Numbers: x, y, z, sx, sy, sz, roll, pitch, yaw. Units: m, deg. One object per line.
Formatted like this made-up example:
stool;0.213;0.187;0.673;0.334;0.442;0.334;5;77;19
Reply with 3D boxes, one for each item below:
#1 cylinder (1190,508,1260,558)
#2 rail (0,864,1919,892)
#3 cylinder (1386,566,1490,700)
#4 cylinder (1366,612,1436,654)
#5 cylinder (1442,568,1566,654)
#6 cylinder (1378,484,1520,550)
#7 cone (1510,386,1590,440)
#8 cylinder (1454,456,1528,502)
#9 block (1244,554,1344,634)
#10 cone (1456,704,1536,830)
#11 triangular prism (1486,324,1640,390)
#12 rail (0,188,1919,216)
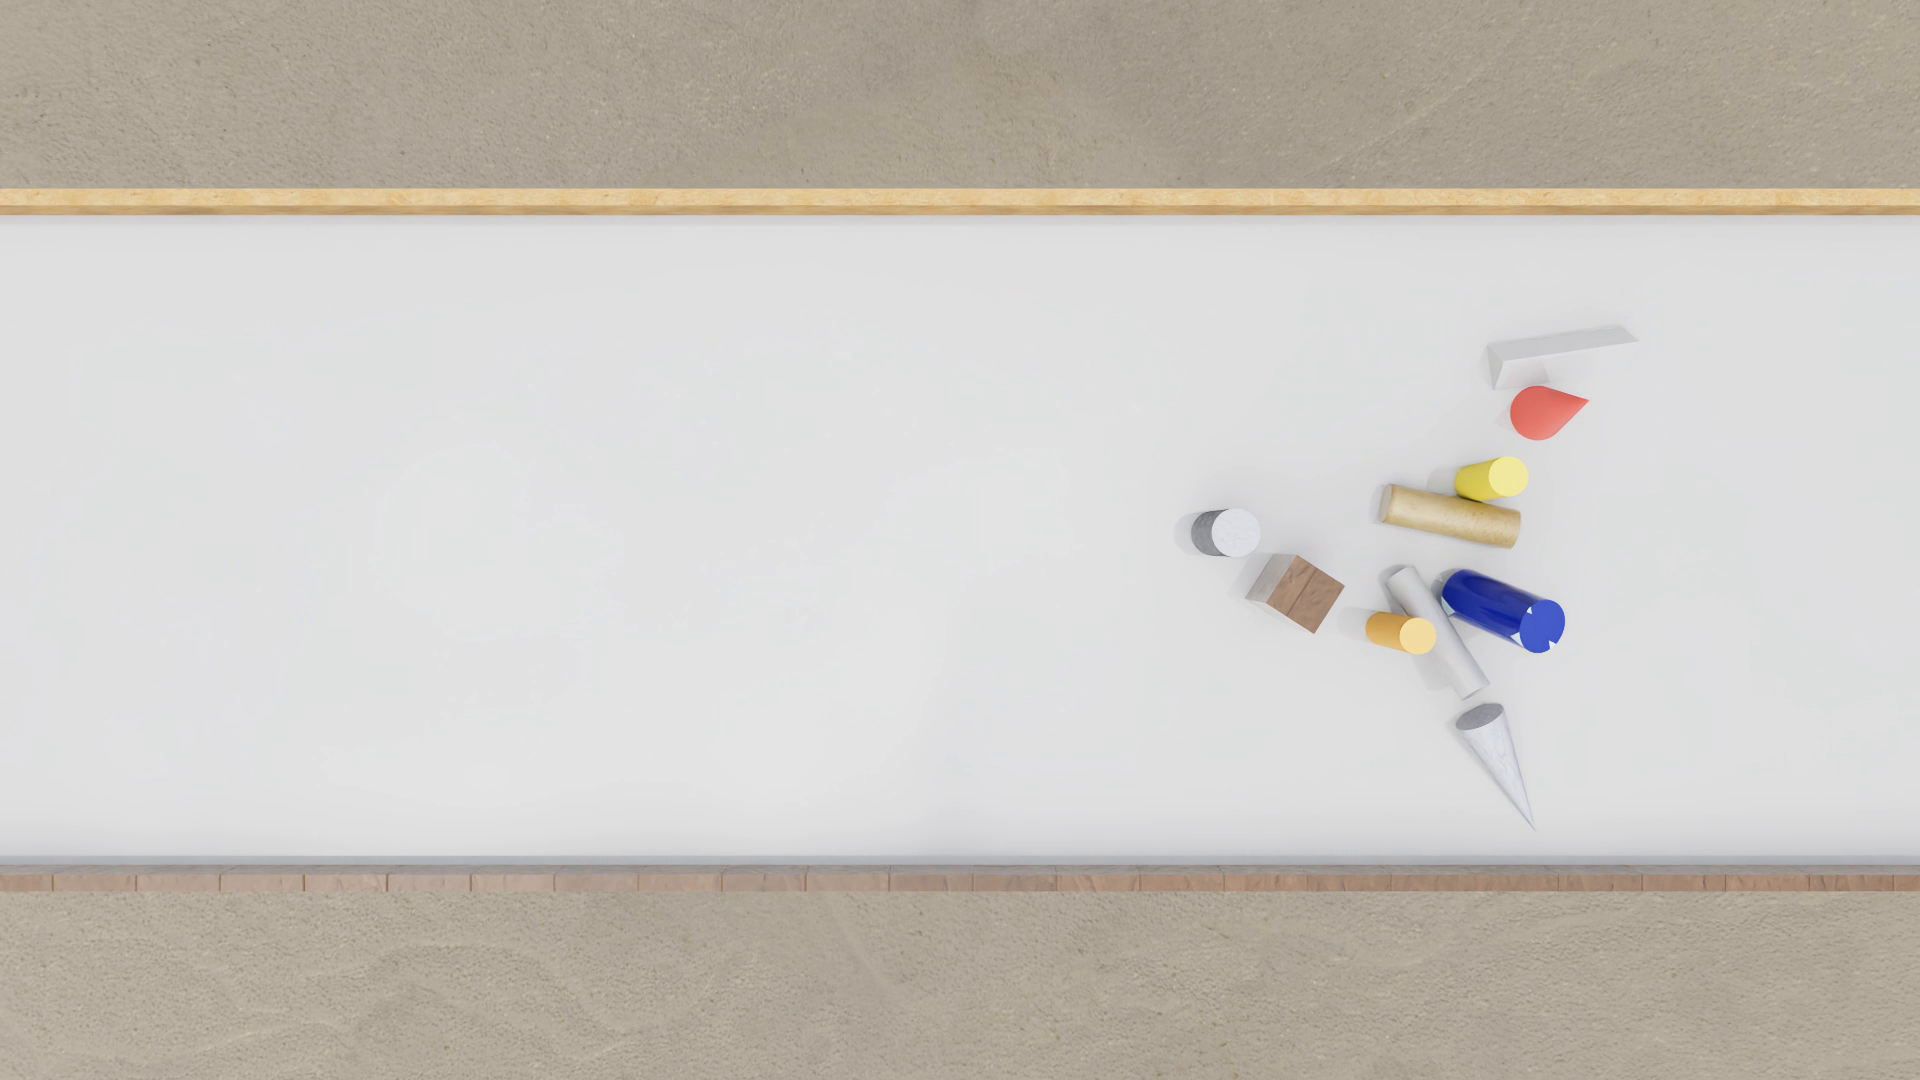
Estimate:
cylinder;0.780;-0.020;4.867;0.138;0.420;0.138;0;90;0
rail;-2.247;1.025;5.001;12.000;0.150;0.050;0;90;0
cylinder;1.436;0.278;4.960;0.100;0.100;0.418;-28;71;0
cylinder;1.300;0.273;4.878;0.104;0.397;0.104;0;90;0
cylinder;1.602;0.206;4.879;0.160;0.361;0.160;-5;105;-20
cylinder;1.487;-0.072;5.015;0.397;0.123;0.123;12;90;0
cone;1.777;-0.392;4.864;0.170;0.424;0.170;0;90;0
cylinder;1.581;-0.178;4.918;0.116;0.313;0.116;0;88;-1
block;0.989;0.156;4.899;0.165;0.355;0.165;33;90;0
cone;1.675;0.718;5.039;0.151;0.151;0.422;-29;100;0
triangular prism;1.835;-0.562;5.012;0.414;0.122;0.141;-8;90;0
rail;-2.247;-1.025;5.002;12.000;0.150;0.050;0;90;0
